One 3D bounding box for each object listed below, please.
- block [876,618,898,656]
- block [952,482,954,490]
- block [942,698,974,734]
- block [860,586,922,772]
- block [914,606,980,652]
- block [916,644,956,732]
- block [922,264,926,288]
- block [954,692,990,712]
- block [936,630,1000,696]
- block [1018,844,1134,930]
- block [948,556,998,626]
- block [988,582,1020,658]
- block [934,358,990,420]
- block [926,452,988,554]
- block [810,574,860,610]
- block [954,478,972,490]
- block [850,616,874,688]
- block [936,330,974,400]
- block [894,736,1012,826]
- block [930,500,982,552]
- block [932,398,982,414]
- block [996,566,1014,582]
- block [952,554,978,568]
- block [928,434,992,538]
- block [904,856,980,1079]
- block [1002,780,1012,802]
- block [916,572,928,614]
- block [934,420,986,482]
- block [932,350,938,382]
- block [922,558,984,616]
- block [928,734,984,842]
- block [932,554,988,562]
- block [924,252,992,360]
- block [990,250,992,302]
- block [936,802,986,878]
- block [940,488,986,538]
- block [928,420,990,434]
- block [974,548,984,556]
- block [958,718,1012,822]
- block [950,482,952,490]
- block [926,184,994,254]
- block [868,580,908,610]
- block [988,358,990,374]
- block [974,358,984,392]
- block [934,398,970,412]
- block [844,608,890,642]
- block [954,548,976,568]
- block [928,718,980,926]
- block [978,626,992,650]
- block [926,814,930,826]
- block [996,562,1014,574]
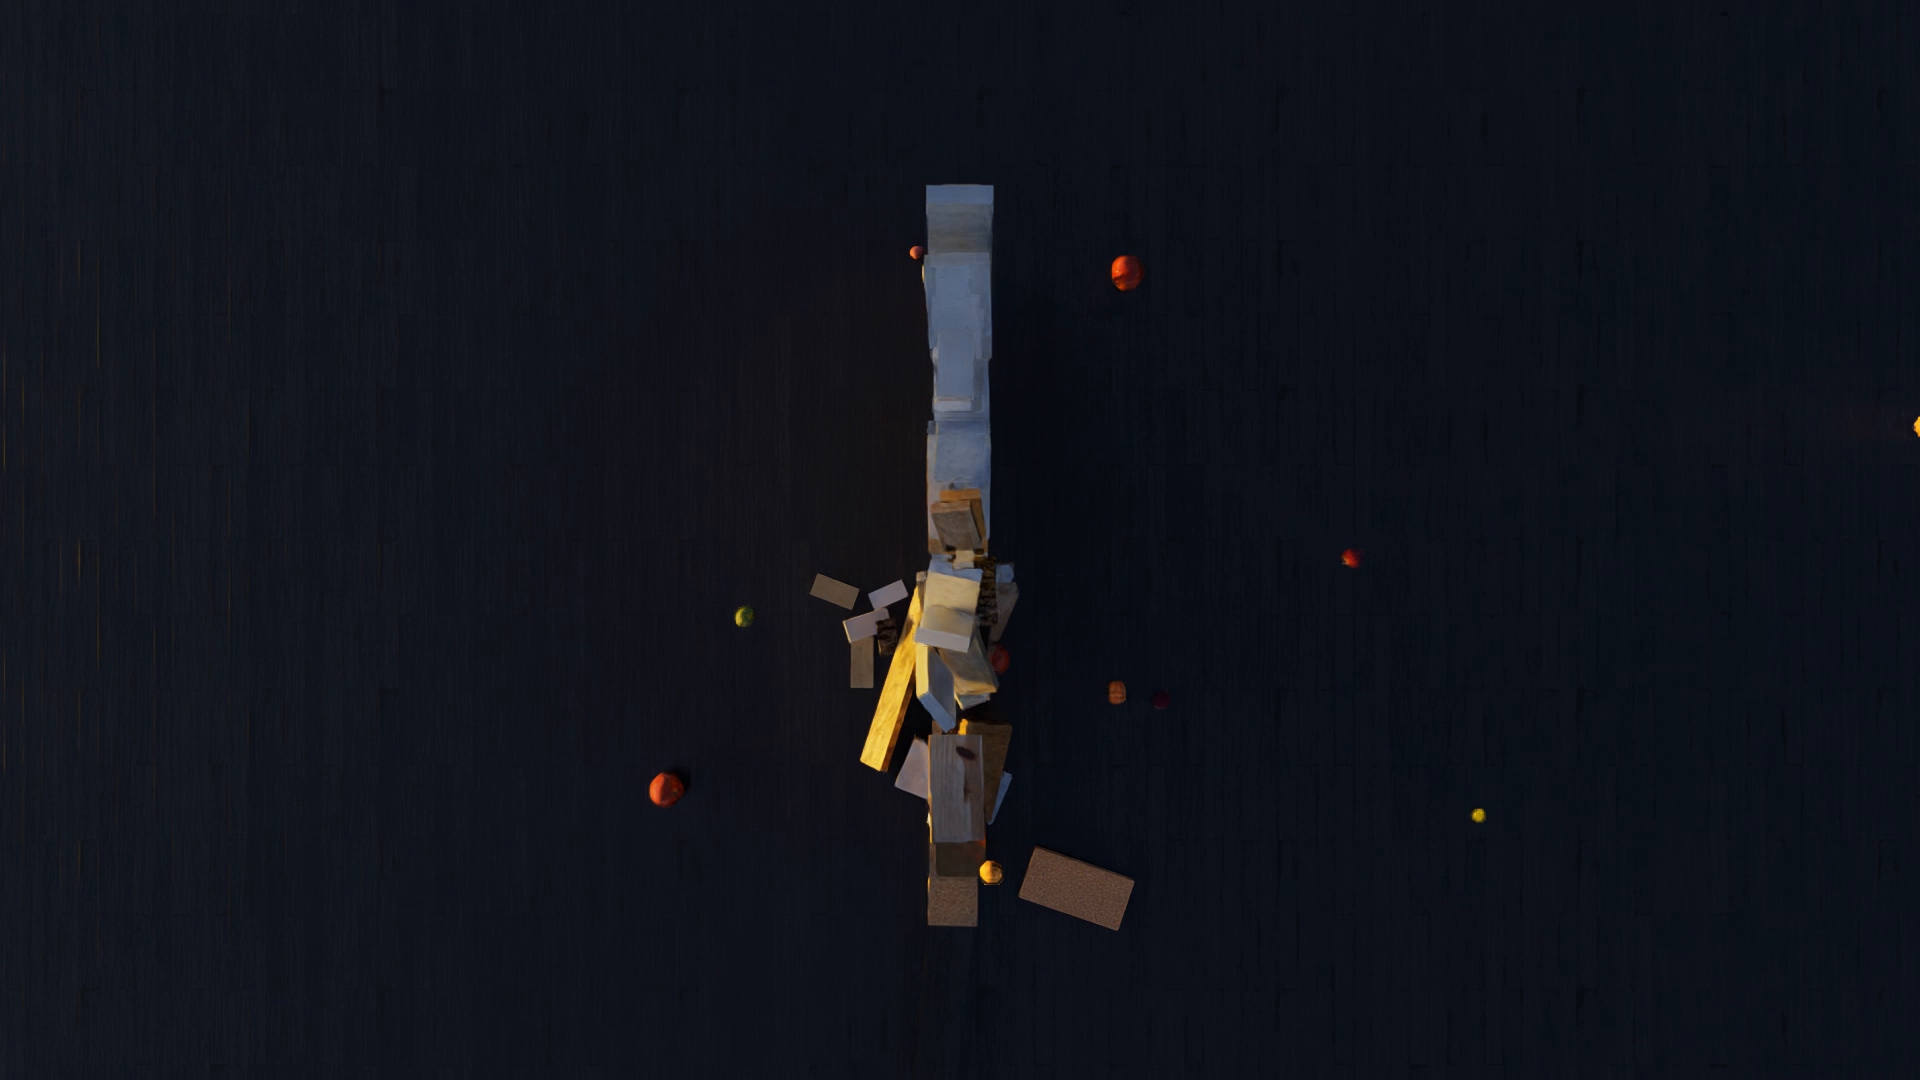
[{"bbox_3d":[-0.241,0.322,5.463,0.062,0.017,0.123,-11,112,-12],"label":"block"},{"bbox_3d":[0.000,-0.128,4.497,0.049,0.014,0.098,-1,133,-1],"label":"block"},{"bbox_3d":[-0.006,0.633,5.339,0.099,0.028,0.380,1,87,-1],"label":"block"},{"bbox_3d":[-0.191,0.450,5.443,0.030,0.108,0.627,17,92,-43],"label":"block"},{"bbox_3d":[-0.033,0.247,4.618,0.150,0.301,0.043,11,100,4],"label":"block"},{"bbox_3d":[-0.074,0.442,5.026,0.043,0.301,0.150,-31,114,13],"label":"block"},{"bbox_3d":[-0.010,-0.685,4.380,0.163,0.327,0.046,-1,90,1],"label":"block"},{"bbox_3d":[0.008,0.448,5.316,0.099,0.028,0.198,-21,59,-17],"label":"block"},{"bbox_3d":[0.015,0.363,5.162,0.139,0.039,0.277,-7,122,22],"label":"block"},{"bbox_3d":[0.386,1.155,5.475,0.347,0.049,0.173,19,90,0],"label":"block"},{"bbox_3d":[0.038,0.154,4.841,0.139,0.277,0.039,-2,51,1],"label":"block"},{"bbox_3d":[0.060,0.259,5.237,0.164,0.329,0.047,0,48,-20],"label":"block"},{"bbox_3d":[0.003,-0.464,4.527,0.151,0.043,0.302,0,86,0],"label":"block"},{"bbox_3d":[-0.006,-0.103,4.655,0.170,0.048,0.340,-1,132,0],"label":"block"},{"bbox_3d":[-0.416,0.172,5.489,0.149,0.021,0.075,21,90,0],"label":"block"},{"bbox_3d":[0.009,-0.135,4.456,0.049,0.098,0.014,-2,57,0],"label":"block"},{"bbox_3d":[-0.325,0.374,5.489,0.075,0.021,0.235,0,90,0],"label":"block"},{"bbox_3d":[-0.010,-0.433,4.081,0.088,0.025,0.176,1,73,3],"label":"block"},{"bbox_3d":[-0.022,0.793,5.444,0.346,0.049,0.173,22,97,-3],"label":"block"},{"bbox_3d":[-0.008,-0.037,4.514,0.108,0.215,0.030,-6,60,7],"label":"block"},{"bbox_3d":[-0.005,-0.351,4.303,0.126,0.253,0.036,-1,94,2],"label":"block"},{"bbox_3d":[0.041,0.205,5.240,0.164,0.329,0.047,1,48,-21],"label":"block"},{"bbox_3d":[0.014,0.066,4.667,0.052,0.104,0.015,7,76,15],"label":"block"},{"bbox_3d":[-0.002,-0.144,4.545,0.170,0.048,0.340,0,134,0],"label":"block"},{"bbox_3d":[-0.084,1.662,5.475,0.173,0.049,1.426,6,90,0],"label":"block"},{"bbox_3d":[0.096,0.830,5.486,0.155,0.022,0.077,0,95,0],"label":"block"},{"bbox_3d":[-0.065,0.193,5.277,0.127,0.254,0.036,-1,51,4],"label":"block"},{"bbox_3d":[-0.001,-0.231,4.339,0.126,0.253,0.036,1,62,-3],"label":"block"},{"bbox_3d":[-0.020,-0.445,4.296,0.088,0.176,0.025,-4,68,4],"label":"block"},{"bbox_3d":[-0.025,0.176,4.766,0.150,0.344,0.043,12,58,2],"label":"block"},{"bbox_3d":[-0.012,0.767,5.108,0.164,0.047,0.329,0,81,-9],"label":"block"},{"bbox_3d":[-0.002,-0.082,4.811,0.162,0.046,0.324,0,89,0],"label":"block"},{"bbox_3d":[-0.002,-0.595,4.214,0.163,0.327,0.046,-2,52,1],"label":"block"},{"bbox_3d":[0.005,-0.714,4.774,0.171,0.048,0.341,0,89,0],"label":"block"},{"bbox_3d":[0.004,0.959,5.261,0.160,0.045,0.320,-2,132,-1],"label":"block"},{"bbox_3d":[0.009,-0.068,4.522,0.108,0.215,0.030,-4,60,4],"label":"block"},{"bbox_3d":[-0.002,-0.253,4.620,0.170,0.340,0.048,-1,74,0],"label":"block"},{"bbox_3d":[0.037,0.022,4.692,0.052,0.104,0.015,-5,71,3],"label":"block"},{"bbox_3d":[0.052,0.733,5.256,0.160,0.045,0.320,9,97,-25],"label":"block"},{"bbox_3d":[-0.003,-0.152,4.495,0.049,0.014,0.098,2,134,-2],"label":"block"},{"bbox_3d":[-0.001,-0.767,4.383,0.163,0.740,0.046,0,78,0],"label":"block"},{"bbox_3d":[-0.239,0.183,5.491,0.123,0.017,0.062,-24,90,0],"label":"block"},{"bbox_3d":[0.005,-0.569,4.969,0.171,0.341,0.048,0,80,0],"label":"block"},{"bbox_3d":[0.001,-0.533,4.361,0.126,0.348,0.036,-1,48,-1],"label":"block"},{"bbox_3d":[-0.017,-0.362,4.148,0.088,0.176,0.025,-1,111,1],"label":"block"},{"bbox_3d":[-0.304,0.282,5.465,0.149,0.021,0.075,-17,93,-9],"label":"block"},{"bbox_3d":[0.014,0.042,4.589,0.052,0.104,0.015,-6,121,9],"label":"block"},{"bbox_3d":[-0.018,0.924,5.400,0.160,0.045,0.677,1,94,-1],"label":"block"},{"bbox_3d":[0.013,0.346,5.200,0.139,0.039,0.277,16,128,7],"label":"block"},{"bbox_3d":[-0.029,0.825,5.283,0.099,0.028,0.198,17,94,-23],"label":"block"},{"bbox_3d":[0.146,0.098,5.394,0.062,0.123,0.017,-1,106,0],"label":"block"}]
